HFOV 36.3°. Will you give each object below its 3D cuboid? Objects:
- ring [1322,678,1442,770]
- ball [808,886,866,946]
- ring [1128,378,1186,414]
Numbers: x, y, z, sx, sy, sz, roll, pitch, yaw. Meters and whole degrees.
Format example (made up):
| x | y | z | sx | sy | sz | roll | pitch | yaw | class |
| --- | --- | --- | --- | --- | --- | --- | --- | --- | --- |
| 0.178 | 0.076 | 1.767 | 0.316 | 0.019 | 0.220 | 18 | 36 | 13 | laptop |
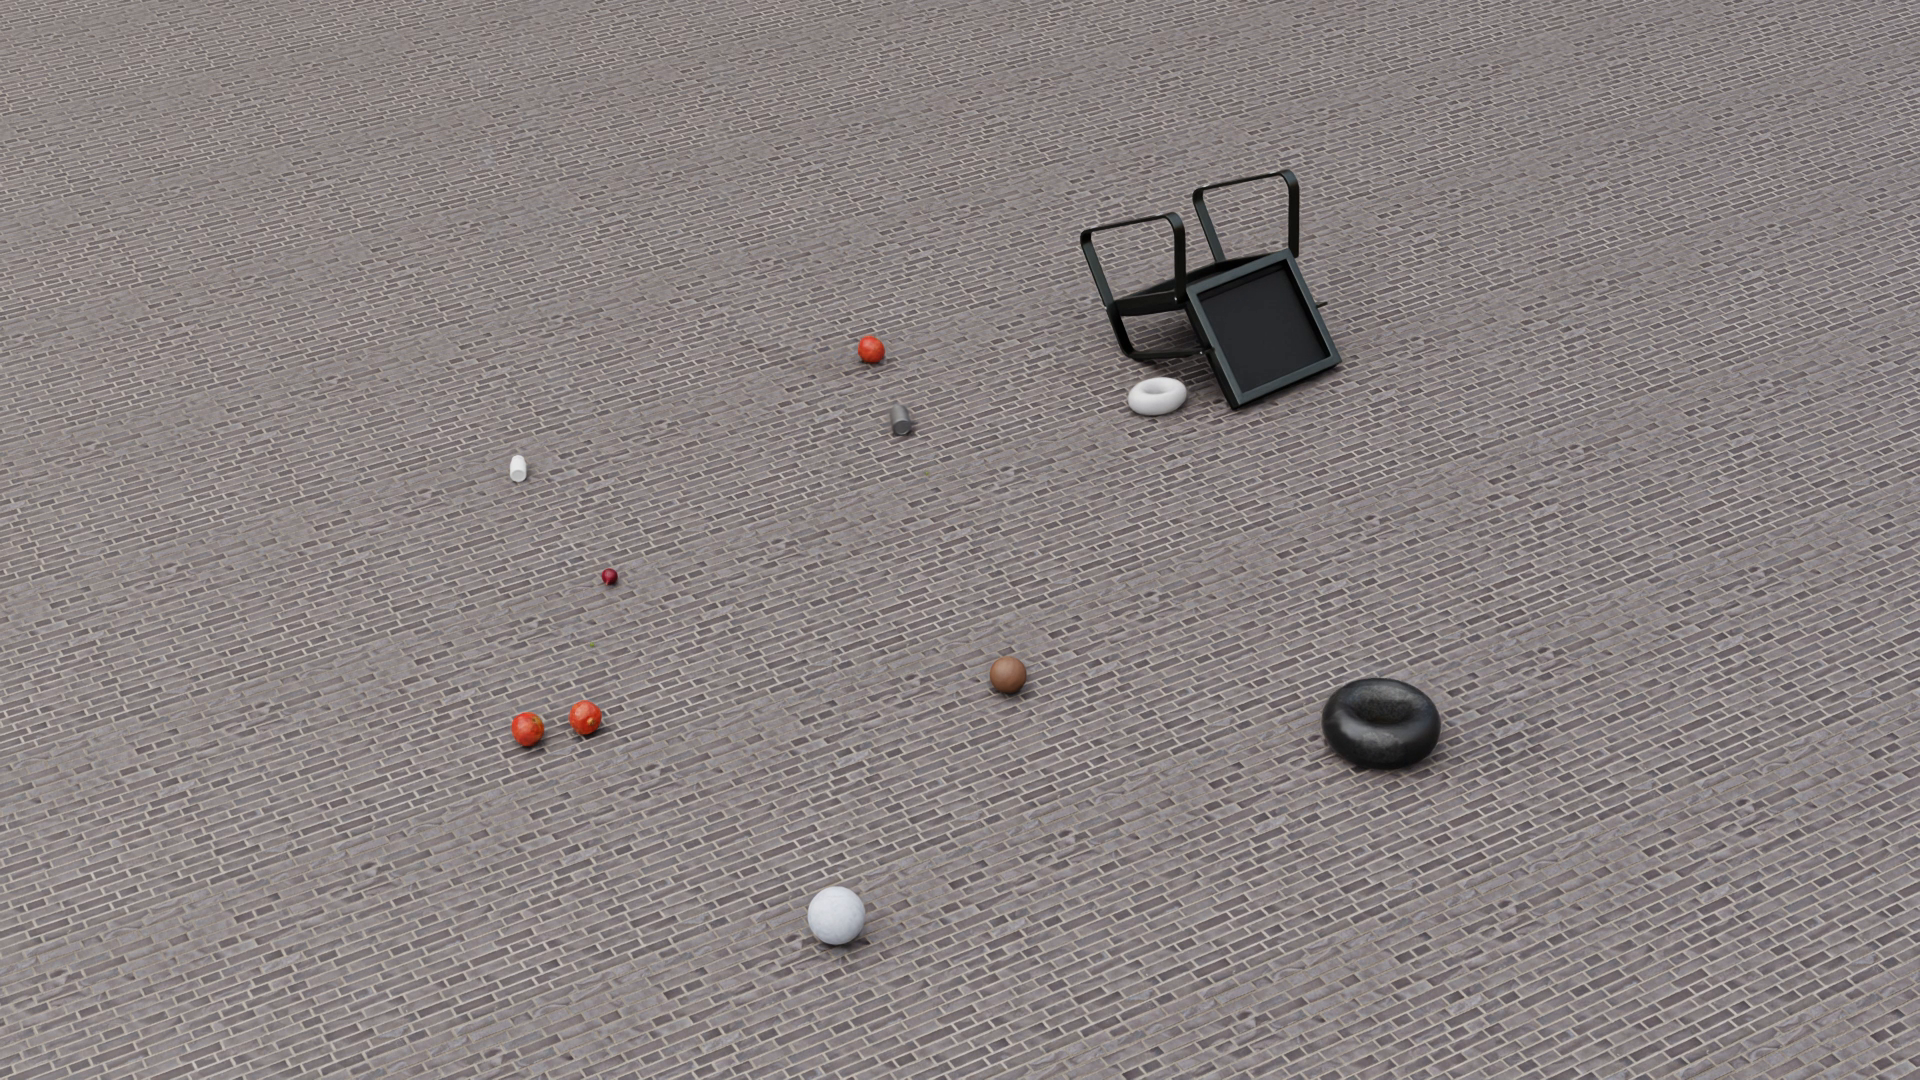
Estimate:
| x | y | z | sx | sy | sz | roll | pitch | yaw | class |
| --- | --- | --- | --- | --- | --- | --- | --- | --- | --- |
| 1.416 | 0.617 | 9.860 | 0.402 | 0.165 | 0.387 | 14 | 37 | 22 | ring |
| -0.380 | 1.156 | 9.027 | 0.179 | 0.179 | 0.179 | 0 | 33 | 0 | ball |
| 0.790 | -0.574 | 11.733 | 0.255 | 0.093 | 0.175 | -15 | 38 | -24 | ring |
